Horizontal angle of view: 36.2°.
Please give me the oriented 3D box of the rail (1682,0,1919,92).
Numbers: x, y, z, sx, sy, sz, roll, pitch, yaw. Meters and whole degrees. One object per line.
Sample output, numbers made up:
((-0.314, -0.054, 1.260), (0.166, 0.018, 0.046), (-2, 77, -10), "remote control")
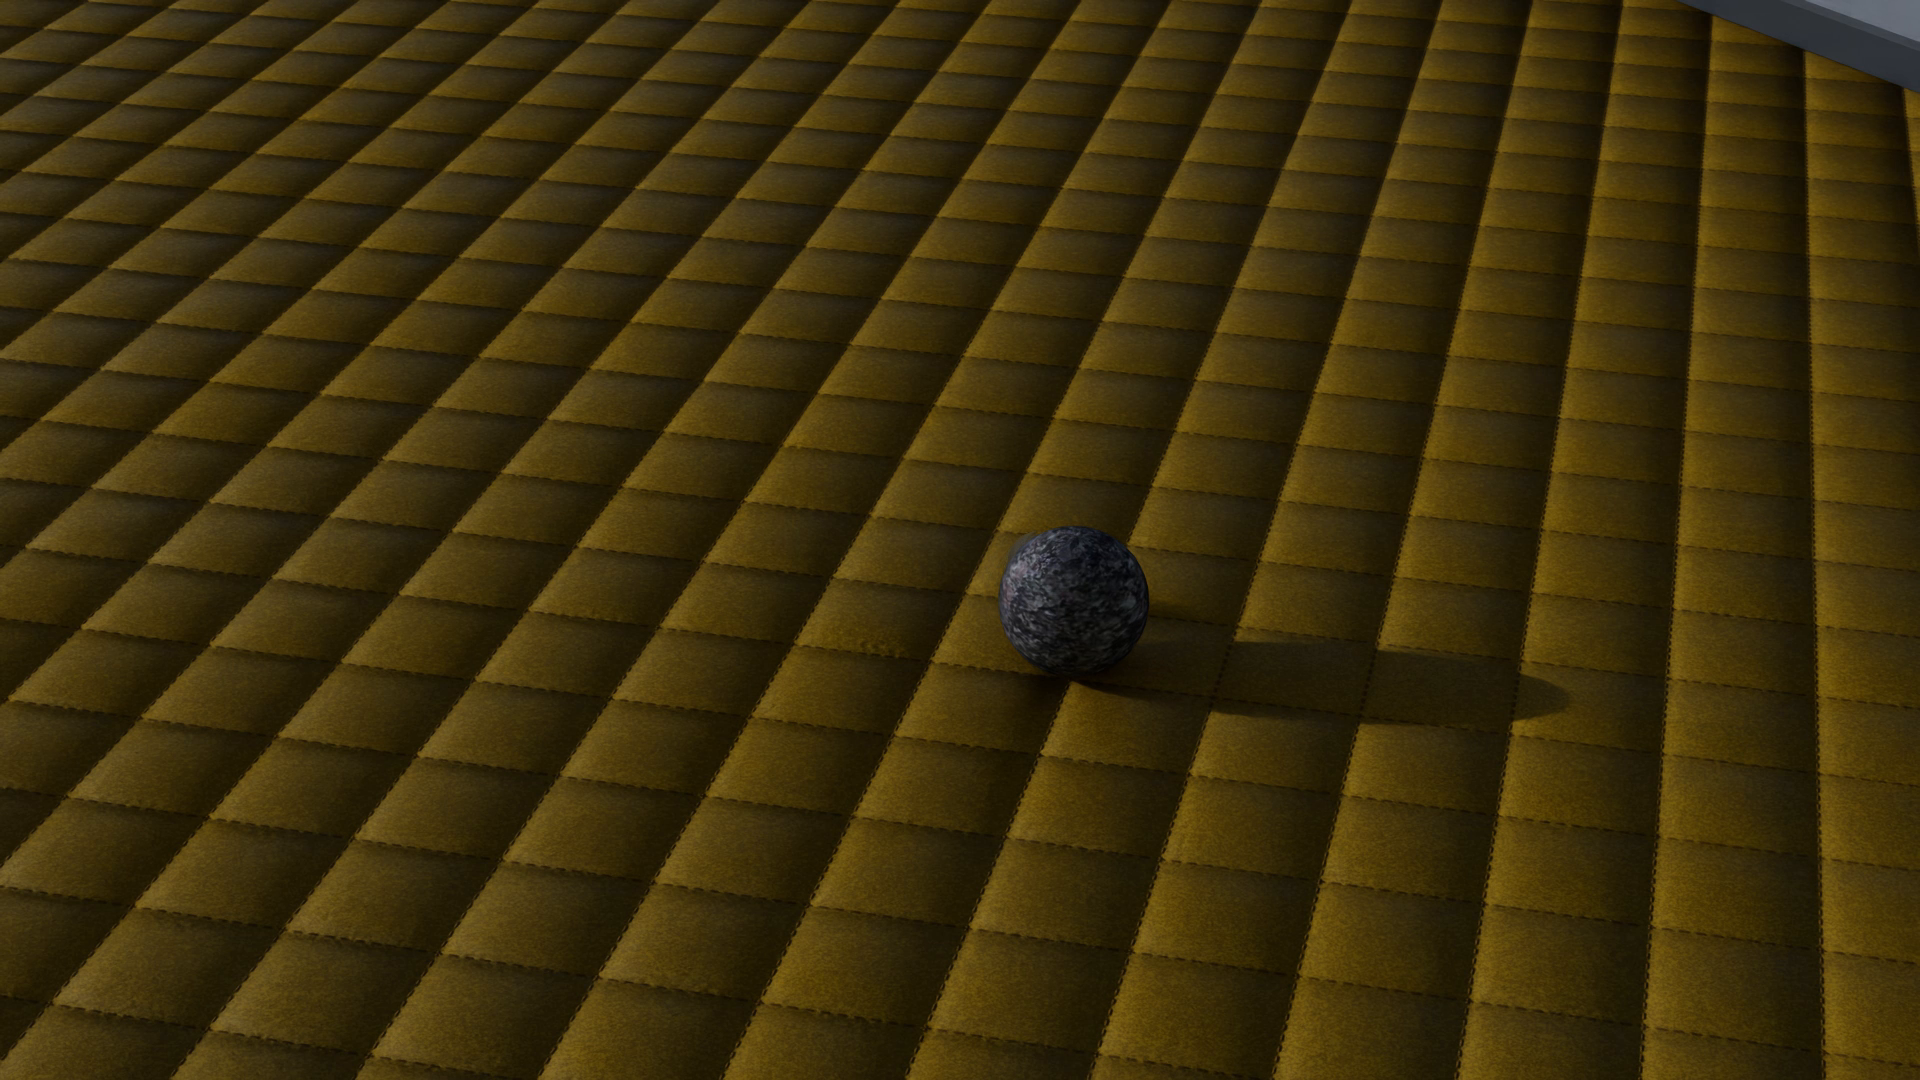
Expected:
((0.486, -0.763, 3.244), (0.045, 0.119, 4.311), (-16, 32, -27), "rail")

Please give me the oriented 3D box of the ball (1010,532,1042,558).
((0.052, 0.016, 1.879), (0.042, 0.042, 0.042), (0, 28, 0), "ball")

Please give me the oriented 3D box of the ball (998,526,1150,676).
((0.069, 0.037, 1.787), (0.092, 0.092, 0.092), (0, 28, 0), "ball")
